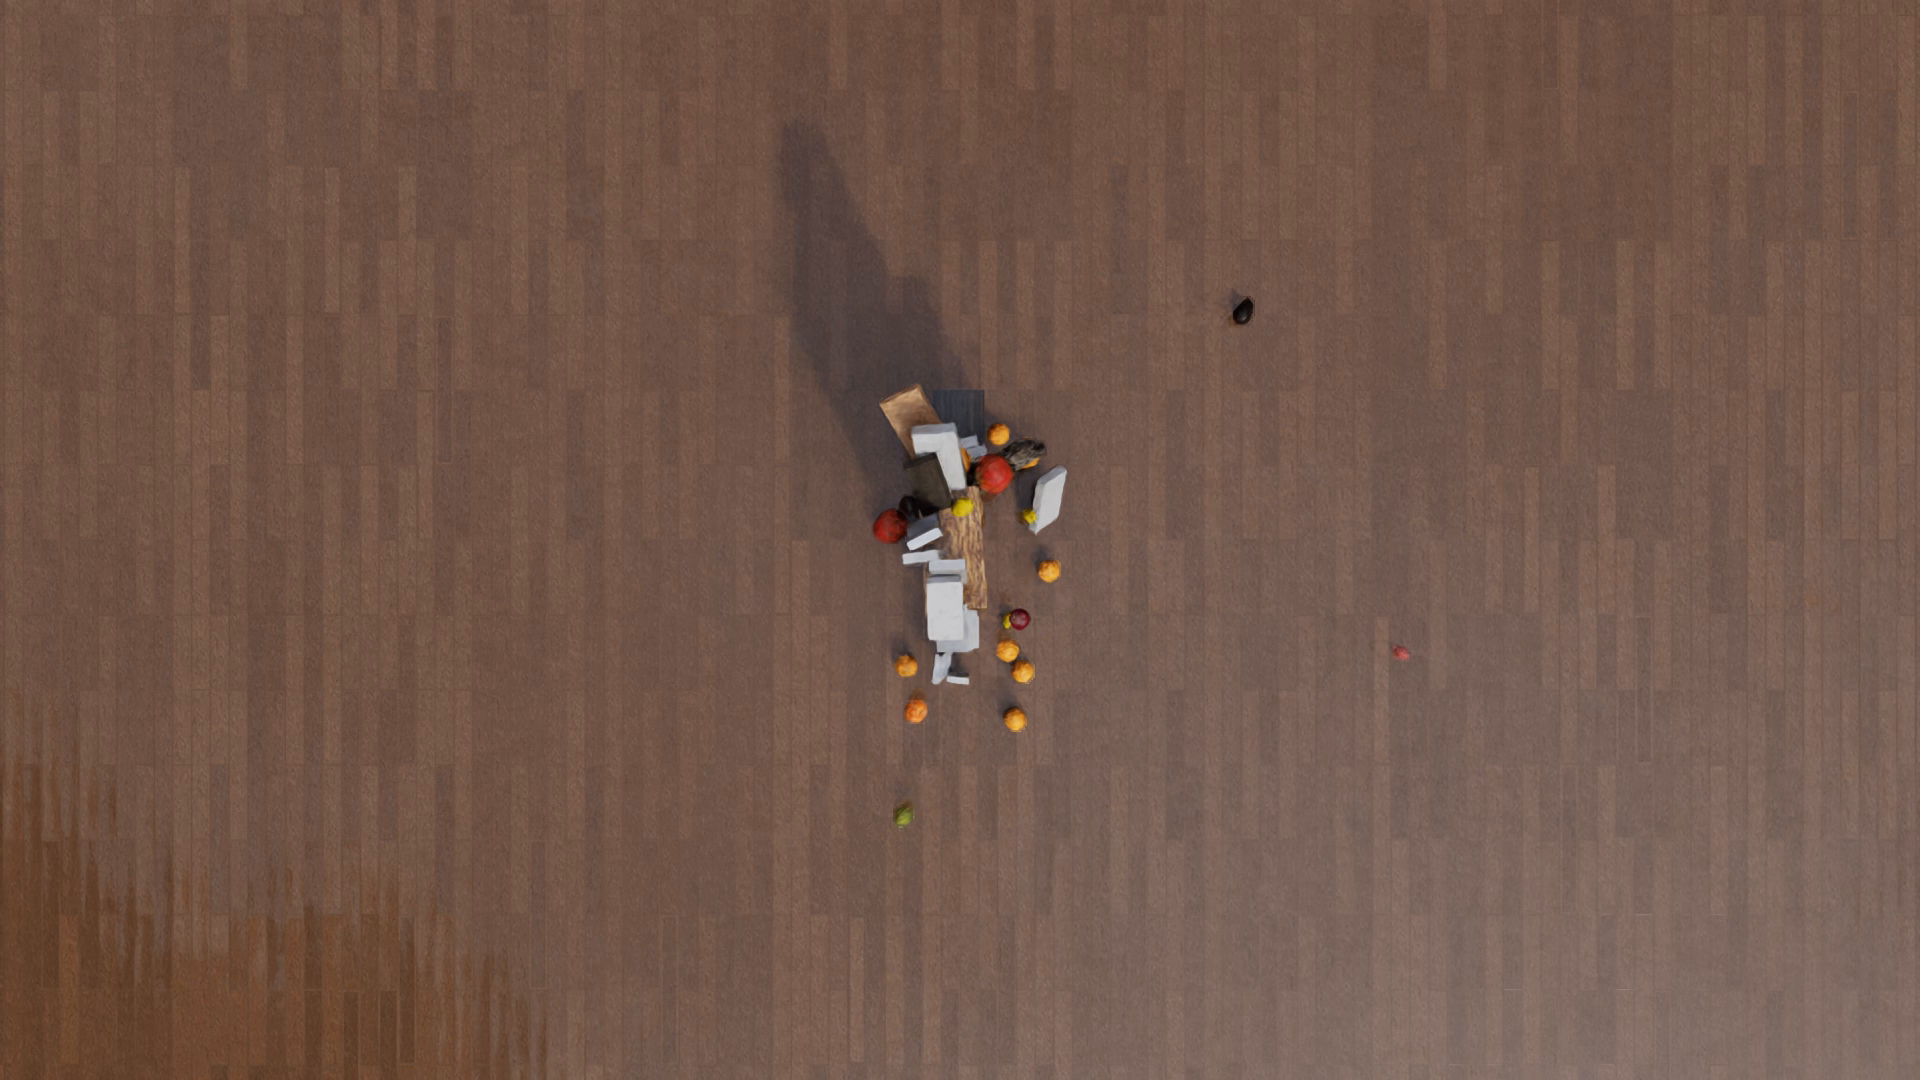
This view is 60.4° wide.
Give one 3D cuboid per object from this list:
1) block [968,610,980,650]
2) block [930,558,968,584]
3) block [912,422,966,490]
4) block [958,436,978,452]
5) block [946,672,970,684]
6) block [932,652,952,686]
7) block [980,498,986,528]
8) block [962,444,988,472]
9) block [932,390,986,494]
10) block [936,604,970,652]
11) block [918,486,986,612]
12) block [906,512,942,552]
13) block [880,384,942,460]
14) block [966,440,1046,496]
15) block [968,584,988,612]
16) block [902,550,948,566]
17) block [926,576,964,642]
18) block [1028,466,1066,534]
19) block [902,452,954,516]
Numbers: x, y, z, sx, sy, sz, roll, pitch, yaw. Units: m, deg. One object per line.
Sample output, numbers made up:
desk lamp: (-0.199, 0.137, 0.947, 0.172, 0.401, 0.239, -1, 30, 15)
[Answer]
block: (0.001, 0.236, 5.258, 0.112, 0.032, 0.224, -2, 90, 0)
block: (-0.031, 0.094, 4.711, 0.101, 0.202, 0.029, -4, 75, 1)
block: (-0.058, -0.234, 4.717, 0.124, 0.248, 0.035, -4, 51, 7)
block: (-0.001, -0.283, 5.020, 0.110, 0.220, 0.031, -14, 89, 0)
block: (-0.006, 0.453, 5.427, 0.072, 0.145, 0.021, 6, 92, 0)
block: (-0.056, 0.398, 5.350, 0.021, 0.145, 0.072, 28, 48, 19)
block: (-0.016, -0.070, 5.045, 0.179, 0.358, 0.051, -8, 84, 1)
block: (0.028, -0.241, 5.019, 0.110, 0.220, 0.031, -15, 83, -1)
block: (-0.004, -0.305, 5.153, 0.162, 0.046, 0.323, 0, 90, 0)
block: (-0.025, 0.270, 4.986, 0.101, 0.523, 0.029, -3, 74, 0)
block: (-0.022, 0.025, 4.838, 0.179, 0.051, 0.358, -4, 89, 1)
block: (-0.102, -0.024, 4.713, 0.100, 0.201, 0.028, -27, 102, 5)
block: (-0.114, -0.318, 4.759, 0.124, 0.035, 0.247, -23, 113, 19)
block: (0.106, -0.210, 4.993, 0.310, 0.124, 0.035, -33, 70, 32)
block: (-0.006, 0.170, 5.052, 0.179, 0.376, 0.051, -1, 81, 1)
block: (-0.098, 0.051, 4.711, 0.100, 0.201, 0.028, -9, 87, 7)
block: (-0.043, 0.197, 4.704, 0.101, 0.029, 0.202, -2, 123, 0)
block: (0.286, -0.132, 5.385, 0.031, 0.220, 0.110, 37, 52, 26)
block: (-0.089, -0.158, 4.733, 0.100, 0.201, 0.028, -19, 46, 1)
